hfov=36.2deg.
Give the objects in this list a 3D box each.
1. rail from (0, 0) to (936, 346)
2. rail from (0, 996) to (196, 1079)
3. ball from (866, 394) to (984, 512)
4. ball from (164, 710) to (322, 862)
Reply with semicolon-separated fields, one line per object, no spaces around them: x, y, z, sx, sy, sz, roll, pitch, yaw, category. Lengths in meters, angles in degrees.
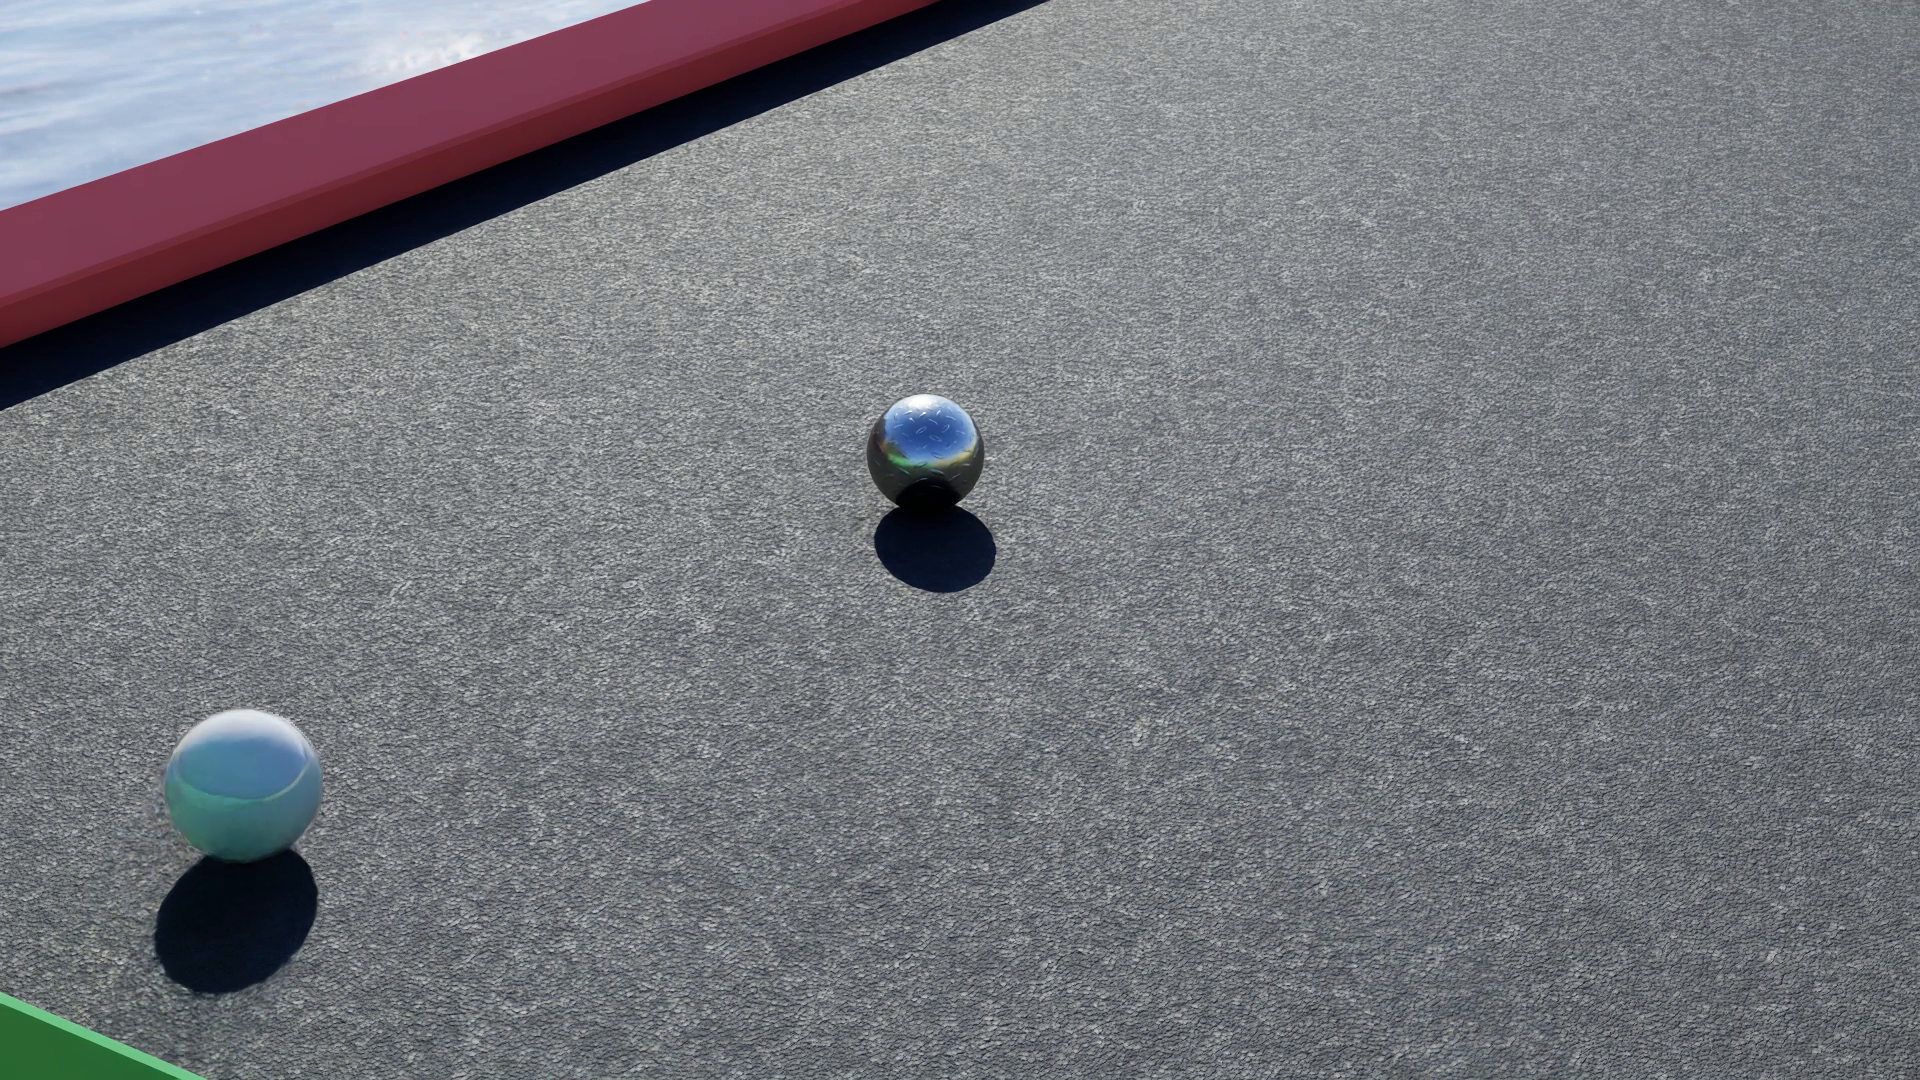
-0.320;-0.474;2.947;0.045;0.108;3.144;14;27;29;rail
-0.406;0.241;1.323;1.794;0.108;0.045;14;27;29;rail
-0.024;-0.060;2.041;0.082;0.082;0.082;0;24;0;ball
-0.390;0.134;1.599;0.083;0.083;0.083;0;24;0;ball
